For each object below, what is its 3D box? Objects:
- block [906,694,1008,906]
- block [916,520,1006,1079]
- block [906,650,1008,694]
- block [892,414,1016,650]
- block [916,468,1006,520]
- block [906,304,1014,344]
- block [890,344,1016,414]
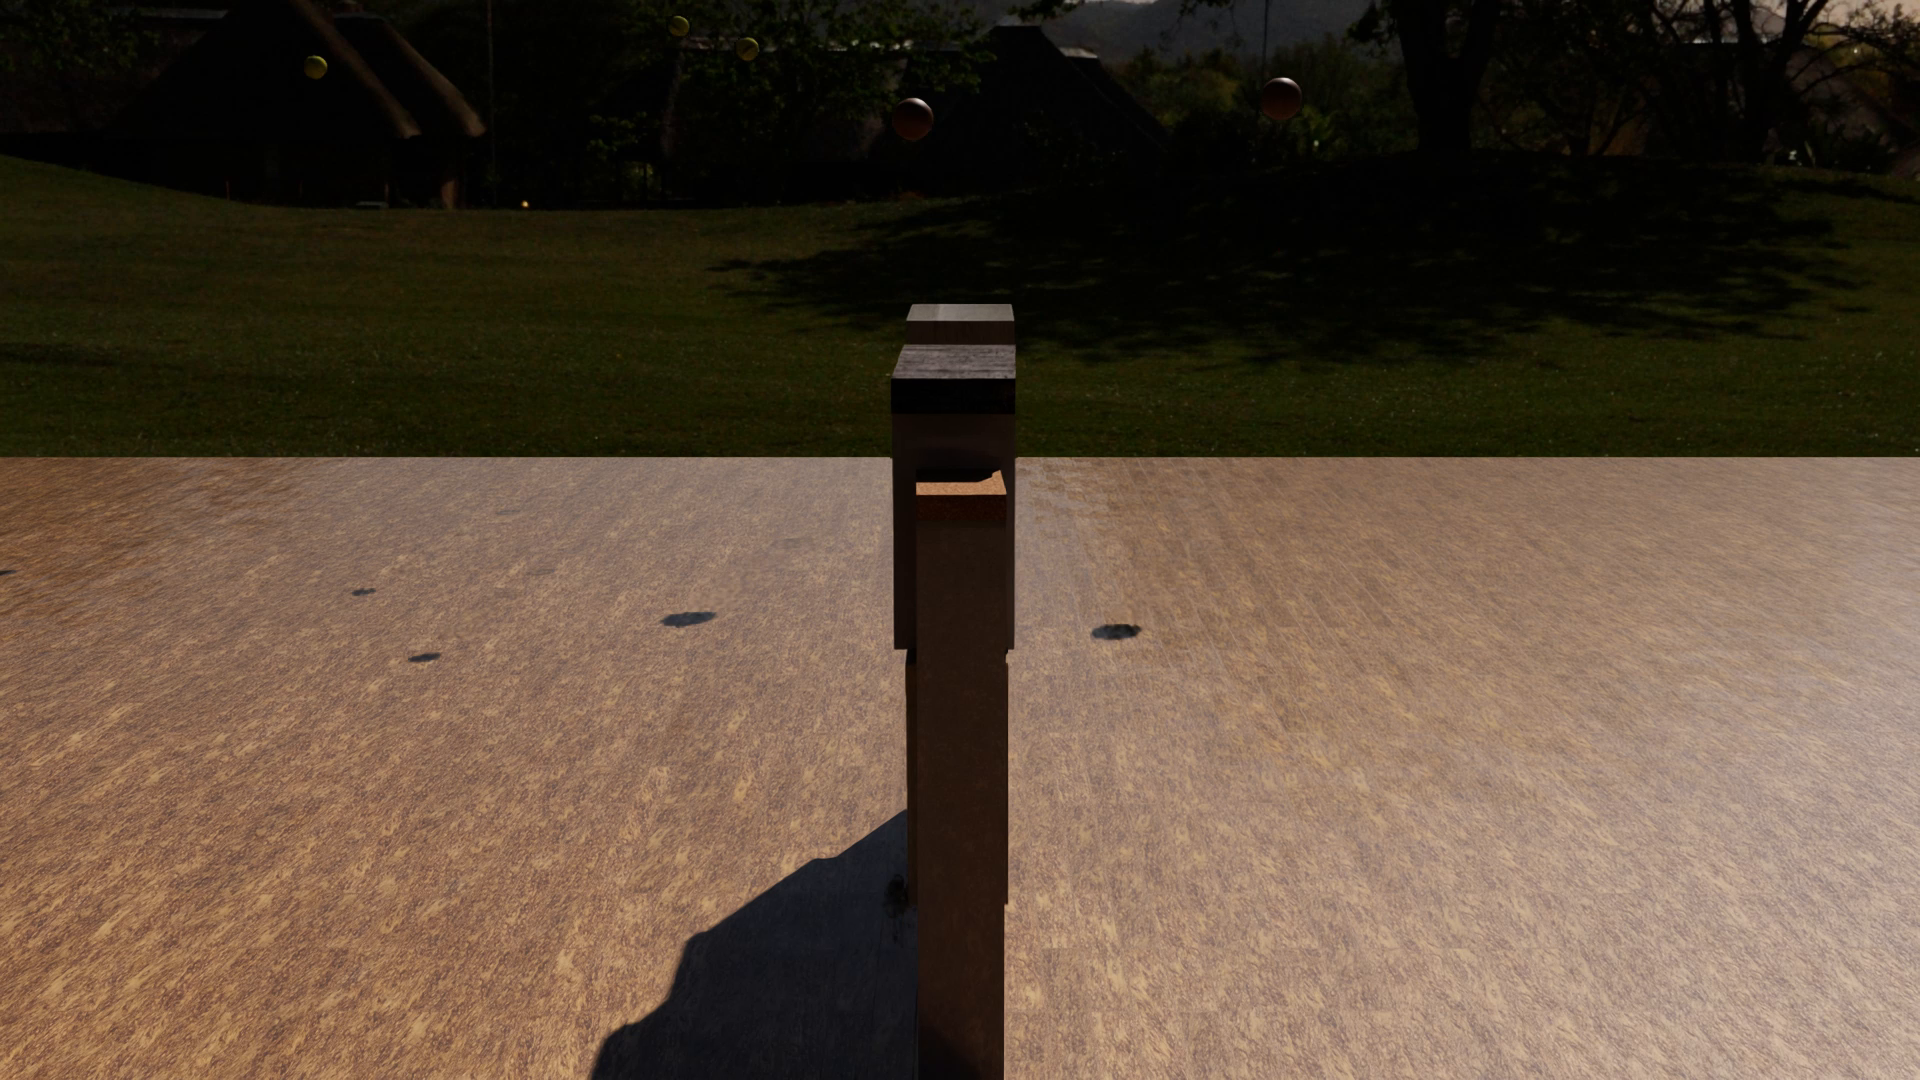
[{"bbox_3d":[-0.003,0.350,3.033,0.139,0.308,0.039,0,10,0],"label":"block"},{"bbox_3d":[0.002,0.349,2.849,0.113,0.774,0.032,0,11,0],"label":"block"},{"bbox_3d":[-0.003,0.160,3.093,0.139,0.039,0.277,0,11,0],"label":"block"},{"bbox_3d":[-0.008,-0.017,3.029,0.167,0.333,0.047,0,11,0],"label":"block"},{"bbox_3d":[-0.001,-0.060,2.848,0.113,0.032,0.226,0,10,-1],"label":"block"},{"bbox_3d":[0.002,-0.361,3.728,0.176,0.050,0.352,0,11,0],"label":"block"},{"bbox_3d":[-0.004,-0.229,3.103,0.167,0.047,0.333,0,13,2],"label":"block"}]
